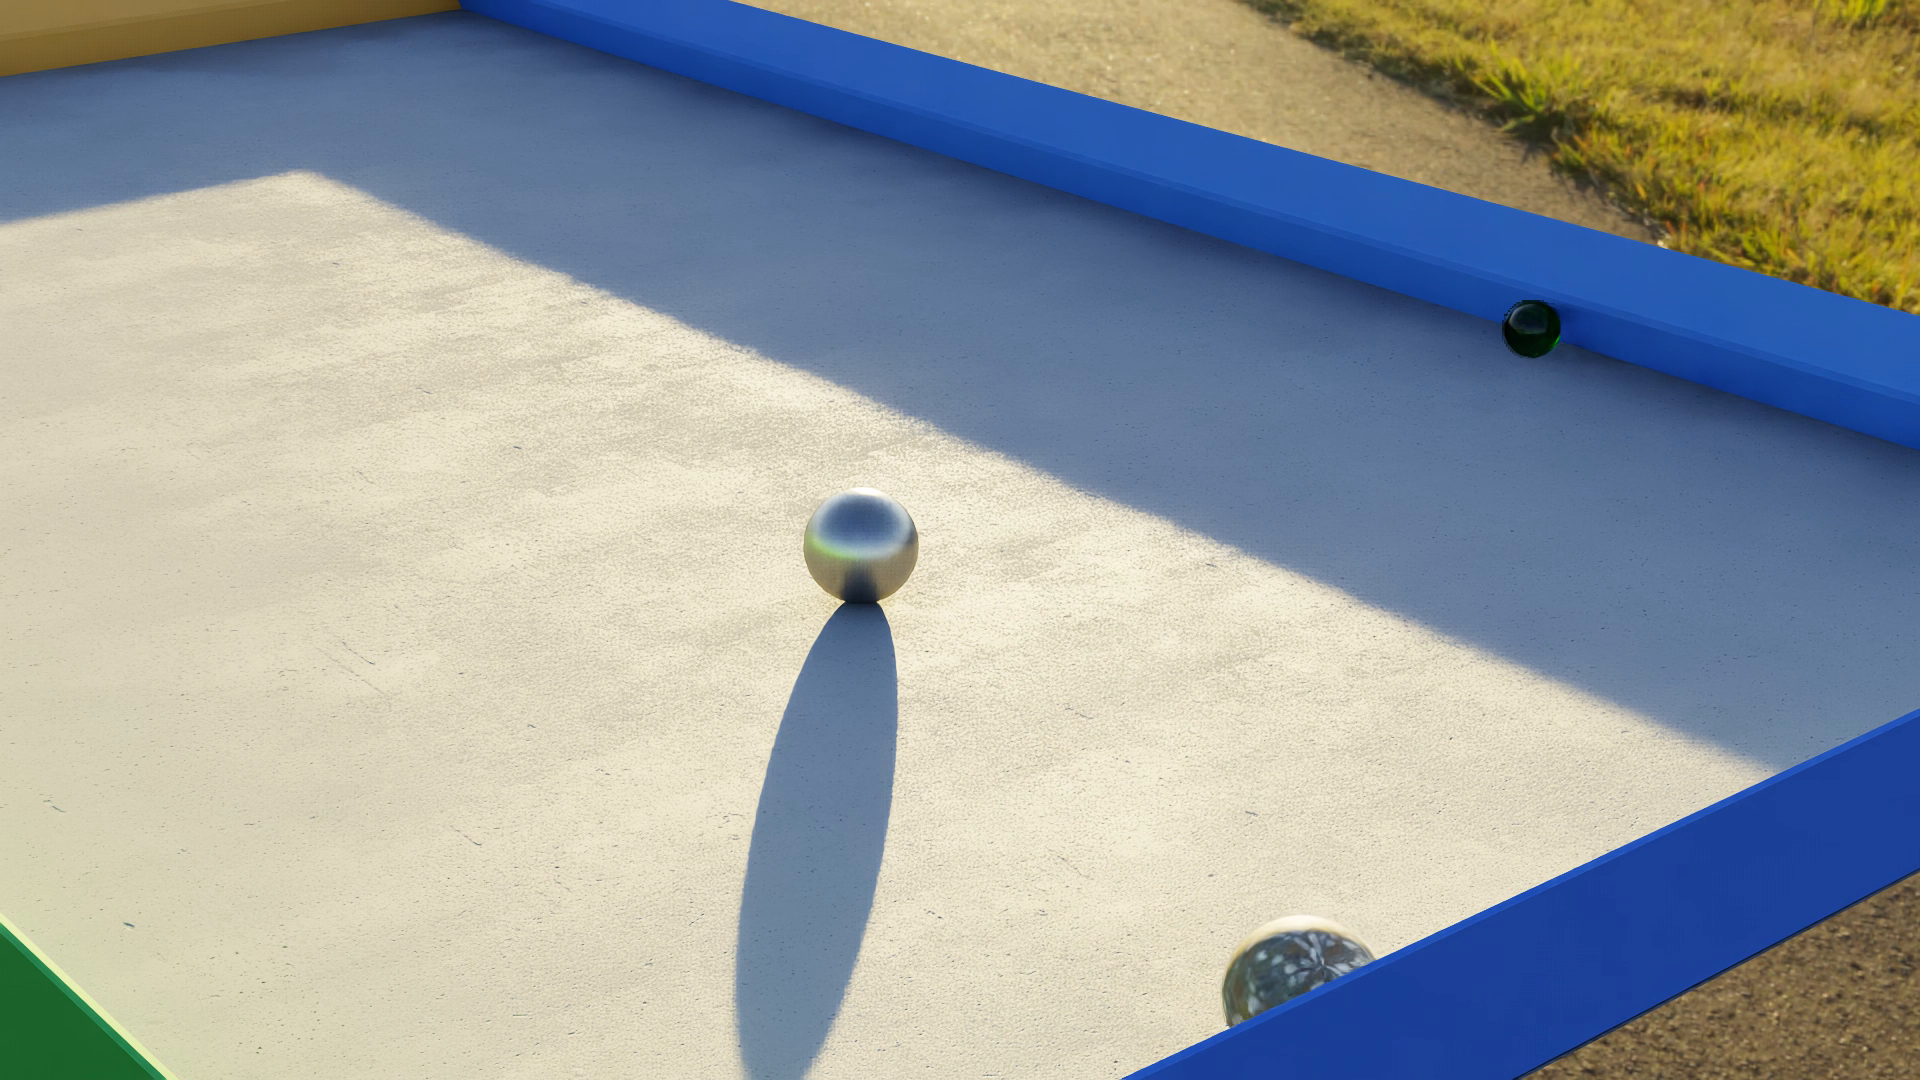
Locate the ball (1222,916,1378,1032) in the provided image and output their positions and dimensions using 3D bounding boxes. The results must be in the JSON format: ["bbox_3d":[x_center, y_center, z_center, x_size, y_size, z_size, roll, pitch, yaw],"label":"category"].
[{"bbox_3d":[0.208,0.277,1.777,0.099,0.099,0.099,0,22,0],"label":"ball"}]

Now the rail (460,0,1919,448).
[{"bbox_3d":[0.196,-0.460,3.586,0.045,0.128,3.219,-17,27,-36],"label":"rail"}]

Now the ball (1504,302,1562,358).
[{"bbox_3d":[0.600,-0.221,3.082,0.059,0.059,0.059,0,22,0],"label":"ball"}]

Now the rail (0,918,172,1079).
[{"bbox_3d":[-1.219,-0.029,2.504,0.045,0.128,3.219,-17,27,-36],"label":"rail"}]

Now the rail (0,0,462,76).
[{"bbox_3d":[-1.519,-0.697,4.183,1.880,0.128,0.045,-17,27,-36],"label":"rail"}]

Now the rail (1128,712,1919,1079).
[{"bbox_3d":[0.496,0.208,1.907,1.880,0.128,0.045,-17,27,-36],"label":"rail"}]

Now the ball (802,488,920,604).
[{"bbox_3d":[-0.083,0.005,2.463,0.097,0.097,0.097,0,22,0],"label":"ball"}]
